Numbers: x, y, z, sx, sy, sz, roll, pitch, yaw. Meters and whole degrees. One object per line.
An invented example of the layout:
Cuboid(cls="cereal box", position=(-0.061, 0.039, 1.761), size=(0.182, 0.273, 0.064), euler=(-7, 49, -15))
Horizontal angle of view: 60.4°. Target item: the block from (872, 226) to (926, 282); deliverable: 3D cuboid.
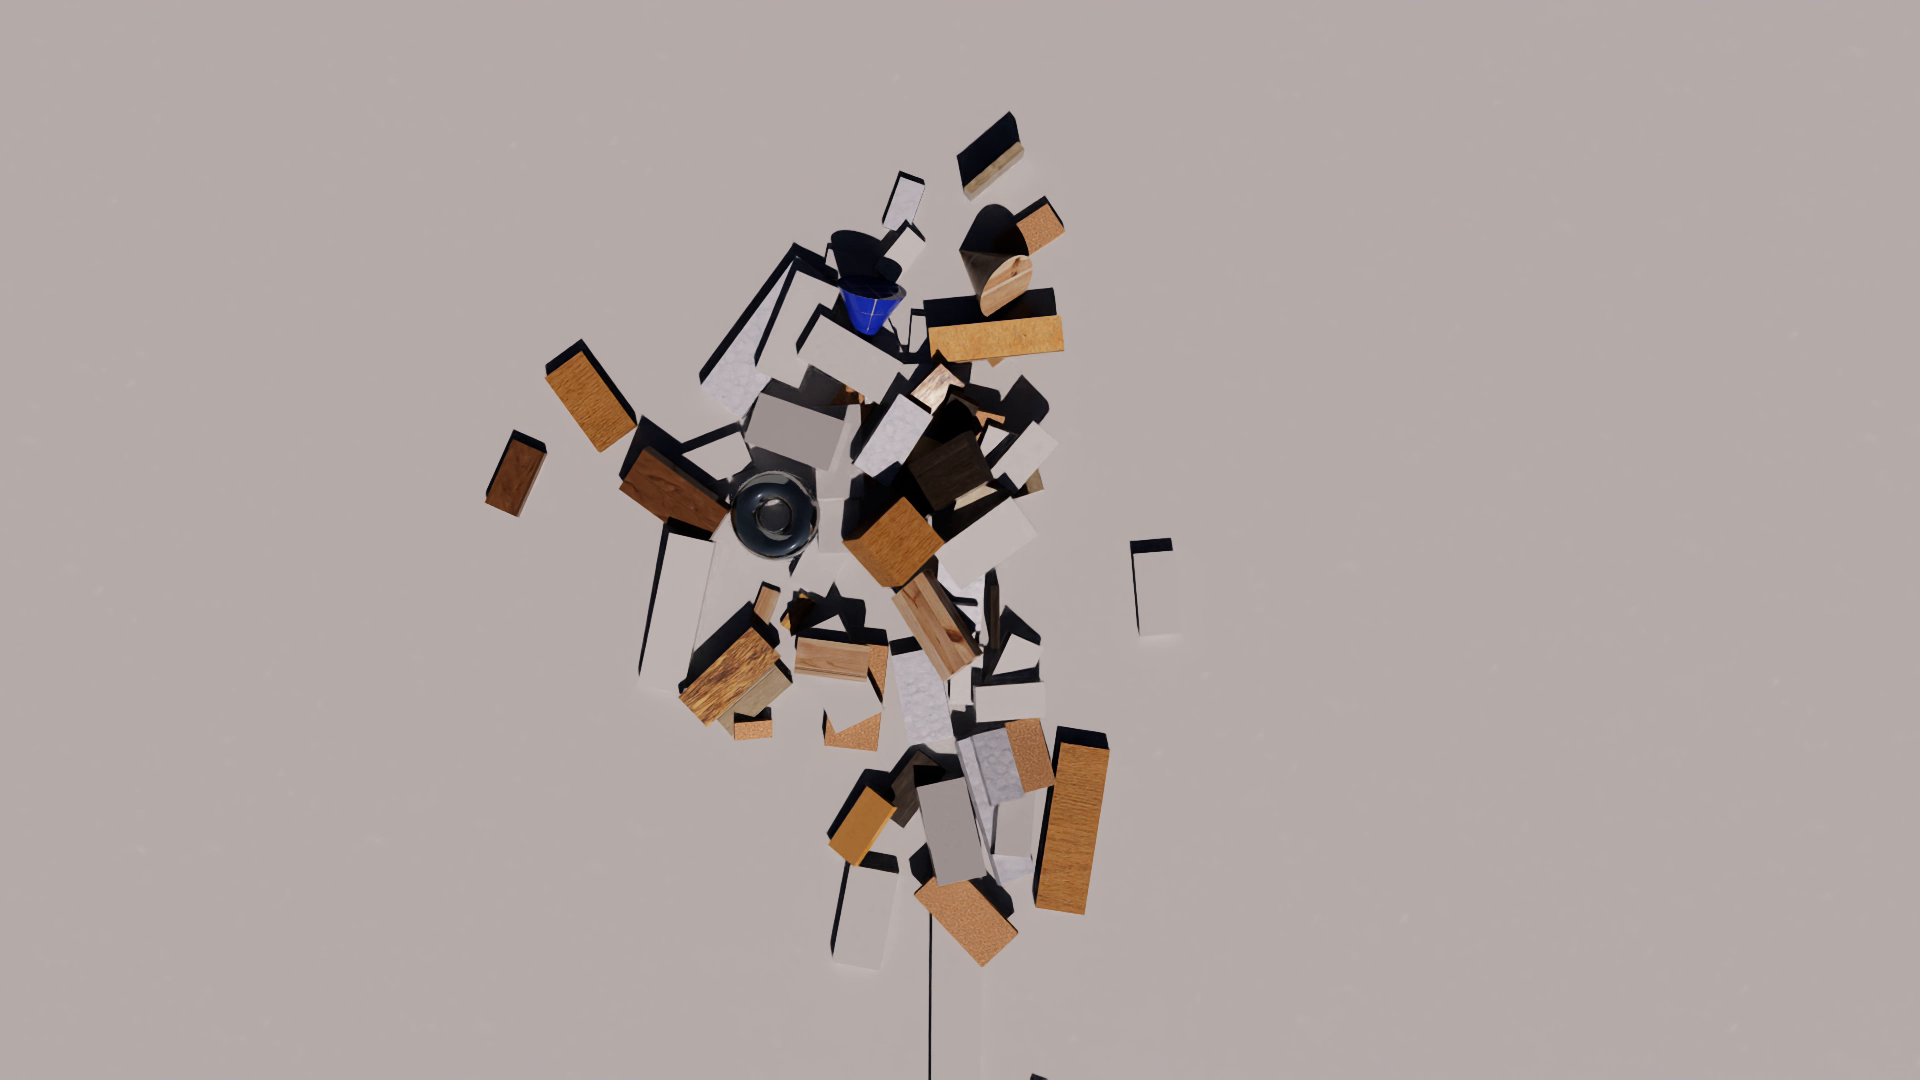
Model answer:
Cuboid(cls="block", position=(-0.200, -0.944, 5.472), size=(0.087, 0.025, 0.174), euler=(39, 90, -22))

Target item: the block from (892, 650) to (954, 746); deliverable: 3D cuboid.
Cuboid(cls="block", position=(-0.124, 0.518, 5.479), size=(0.152, 0.043, 0.303), euler=(-11, 90, 0))

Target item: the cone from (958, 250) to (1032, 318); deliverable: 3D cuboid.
Cuboid(cls="cone", position=(0.074, -0.898, 5.447), size=(0.235, 0.235, 0.235), euler=(41, 90, 27))

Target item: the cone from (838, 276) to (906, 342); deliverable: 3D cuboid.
Cuboid(cls="cone", position=(-0.307, -0.722, 5.423), size=(0.230, 0.230, 0.230), euler=(11, 116, 0))

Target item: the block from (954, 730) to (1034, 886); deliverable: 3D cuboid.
Cuboid(cls="block", position=(0.114, 0.883, 5.456), size=(0.129, 0.037, 0.495), euler=(-17, 90, -25))

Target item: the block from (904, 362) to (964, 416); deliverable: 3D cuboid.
Cuboid(cls="block", position=(-0.101, -0.471, 5.414), size=(0.110, 0.031, 0.220), euler=(41, 105, -19))

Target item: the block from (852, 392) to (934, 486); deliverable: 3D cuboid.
Cuboid(cls="block", position=(-0.221, -0.326, 5.381), size=(0.138, 0.039, 0.275), euler=(33, 88, -17))

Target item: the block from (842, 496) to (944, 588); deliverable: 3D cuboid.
Cuboid(cls="block", position=(-0.218, 0.007, 5.355), size=(0.204, 0.204, 0.204), euler=(-45, 102, -16))

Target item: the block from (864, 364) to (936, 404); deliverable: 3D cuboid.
Cuboid(cls="block", position=(-0.192, -0.516, 5.450), size=(0.249, 0.035, 0.125), euler=(-3, 90, -3))

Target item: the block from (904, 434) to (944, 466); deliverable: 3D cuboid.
Cuboid(cls="block", position=(-0.083, -0.272, 5.460), size=(0.220, 0.031, 0.110), euler=(22, 96, 10))

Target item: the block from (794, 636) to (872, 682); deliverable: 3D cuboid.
Cuboid(cls="block", position=(-0.416, 0.390, 5.384), size=(0.238, 0.034, 0.119), euler=(7, 90, 0))

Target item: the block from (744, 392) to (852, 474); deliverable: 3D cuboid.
Cuboid(cls="block", position=(-0.533, -0.352, 5.403), size=(0.343, 0.049, 0.171), euler=(20, 92, 25))

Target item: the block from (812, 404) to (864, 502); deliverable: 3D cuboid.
Cuboid(cls="block", position=(-0.398, -0.286, 5.419), size=(0.155, 0.044, 0.310), euler=(-3, 82, -2))

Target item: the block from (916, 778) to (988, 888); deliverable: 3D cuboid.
Cuboid(cls="block", position=(-0.030, 0.957, 5.409), size=(0.163, 0.046, 0.327), euler=(-11, 77, -11))

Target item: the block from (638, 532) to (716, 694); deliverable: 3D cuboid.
Cuboid(cls="block", position=(-0.934, 0.241, 5.448), size=(0.152, 0.043, 0.518), euler=(13, 97, 0))

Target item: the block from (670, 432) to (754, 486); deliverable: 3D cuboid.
Cuboid(cls="block", position=(-0.822, -0.257, 5.482), size=(0.249, 0.035, 0.125), euler=(-22, 90, 0))

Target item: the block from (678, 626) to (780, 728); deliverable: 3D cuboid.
Cuboid(cls="block", position=(-0.759, 0.451, 5.440), size=(0.334, 0.039, 0.138), euler=(-44, 90, -1))

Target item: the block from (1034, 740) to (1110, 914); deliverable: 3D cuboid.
Cuboid(cls="block", position=(0.373, 0.955, 5.477), size=(0.164, 0.047, 0.552), euler=(9, 90, 0))

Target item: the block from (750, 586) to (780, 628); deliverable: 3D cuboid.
Cuboid(cls="block", position=(-0.648, 0.223, 5.491), size=(0.063, 0.018, 0.125), euler=(21, 90, 0))

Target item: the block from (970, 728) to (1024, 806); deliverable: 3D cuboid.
Cuboid(cls="block", position=(0.122, 0.743, 5.408), size=(0.117, 0.033, 0.235), euler=(-12, 76, -18))

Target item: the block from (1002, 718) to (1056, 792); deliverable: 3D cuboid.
Cuboid(cls="block", position=(0.229, 0.708, 5.450), size=(0.117, 0.033, 0.235), euler=(-12, 81, -17))

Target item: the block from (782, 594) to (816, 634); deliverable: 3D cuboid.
Cuboid(cls="block", position=(-0.537, 0.246, 5.491), size=(0.063, 0.018, 0.125), euler=(34, 90, 0))

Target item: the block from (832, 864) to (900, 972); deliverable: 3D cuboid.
Cuboid(cls="block", position=(-0.313, 1.250, 5.477), size=(0.164, 0.047, 0.329), euler=(11, 90, 0))

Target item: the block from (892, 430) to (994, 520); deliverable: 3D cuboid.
Cuboid(cls="block", position=(-0.061, -0.201, 5.366), size=(0.349, 0.049, 0.175), euler=(-29, 82, 37))

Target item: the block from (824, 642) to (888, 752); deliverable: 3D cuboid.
Cuboid(cls="block", position=(-0.343, 0.516, 5.475), size=(0.175, 0.049, 0.349), euler=(6, 90, 0))

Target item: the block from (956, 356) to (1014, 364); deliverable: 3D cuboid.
Cuboid(cls="block", position=(0.089, -0.651, 5.454), size=(0.218, 0.031, 0.109), euler=(-7, 90, 0))

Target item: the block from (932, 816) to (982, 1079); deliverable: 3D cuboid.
Cuboid(cls="block", position=(-0.012, 1.484, 5.477), size=(0.163, 0.046, 1.126), euler=(0, 90, 0))

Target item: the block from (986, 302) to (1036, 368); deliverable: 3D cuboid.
Cuboid(cls="block", position=(0.160, -0.683, 5.485), size=(0.218, 0.031, 0.109), euler=(-39, 90, 0))

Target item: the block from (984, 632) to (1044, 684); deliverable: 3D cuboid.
Cuboid(cls="block", position=(0.163, 0.447, 5.459), size=(0.129, 0.037, 0.258), euler=(25, 90, -22))

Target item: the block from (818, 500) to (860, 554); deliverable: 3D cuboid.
Cuboid(cls="block", position=(-0.399, -0.088, 5.444), size=(0.132, 0.037, 0.265), euler=(0, 87, -1))

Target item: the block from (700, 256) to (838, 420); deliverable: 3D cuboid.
Cuboid(cls="block", position=(-0.632, -0.671, 5.476), size=(0.171, 0.049, 0.542), euler=(36, 90, 0))

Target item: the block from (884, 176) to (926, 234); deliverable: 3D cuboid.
Cuboid(cls="block", position=(-0.186, -1.110, 5.488), size=(0.087, 0.025, 0.174), euler=(20, 90, 0))

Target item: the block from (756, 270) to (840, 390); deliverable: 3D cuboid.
Cuboid(cls="block", position=(-0.533, -0.690, 5.429), size=(0.155, 0.044, 0.354), euler=(23, 91, -3))

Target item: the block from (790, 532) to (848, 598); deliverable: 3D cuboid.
Cuboid(cls="block", position=(-0.446, 0.043, 5.481), size=(0.132, 0.037, 0.265), euler=(27, 90, 0))

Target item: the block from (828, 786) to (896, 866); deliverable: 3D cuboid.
Cuboid(cls="block", position=(-0.322, 0.946, 5.453), size=(0.119, 0.034, 0.238), euler=(35, 94, 23))
